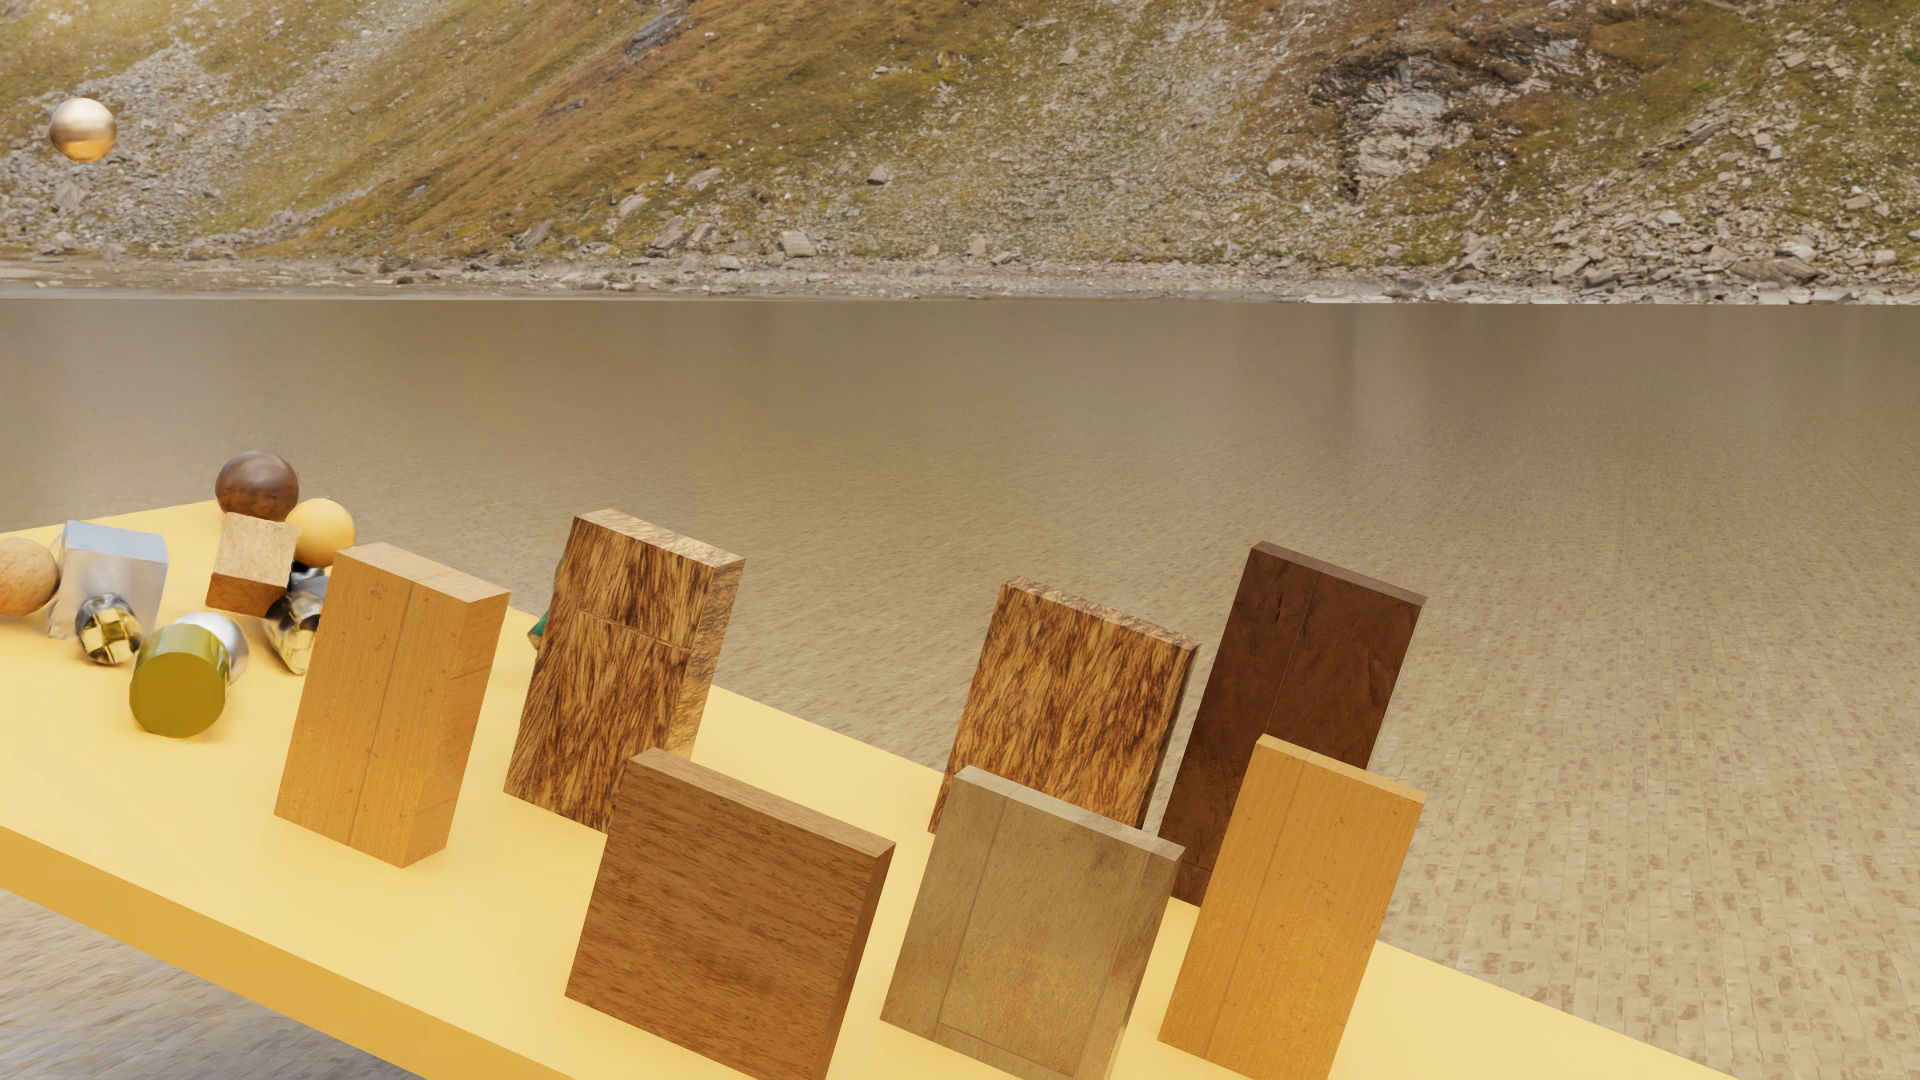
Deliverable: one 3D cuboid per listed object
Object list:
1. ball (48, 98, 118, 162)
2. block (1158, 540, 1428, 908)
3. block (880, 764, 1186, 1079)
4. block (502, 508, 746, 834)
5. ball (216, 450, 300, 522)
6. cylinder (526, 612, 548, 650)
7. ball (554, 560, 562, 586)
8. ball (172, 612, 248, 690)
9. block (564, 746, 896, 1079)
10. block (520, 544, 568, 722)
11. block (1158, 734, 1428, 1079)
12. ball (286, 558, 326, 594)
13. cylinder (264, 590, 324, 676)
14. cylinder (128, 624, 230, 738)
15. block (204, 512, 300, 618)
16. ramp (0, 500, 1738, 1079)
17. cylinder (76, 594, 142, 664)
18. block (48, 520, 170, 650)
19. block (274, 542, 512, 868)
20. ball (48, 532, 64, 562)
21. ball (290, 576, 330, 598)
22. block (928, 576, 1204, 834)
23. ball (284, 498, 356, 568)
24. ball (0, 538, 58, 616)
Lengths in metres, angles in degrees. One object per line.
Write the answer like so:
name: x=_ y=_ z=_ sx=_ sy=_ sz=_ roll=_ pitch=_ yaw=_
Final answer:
ball: x=-1.702 y=-0.795 z=4.269 sx=0.124 sy=0.124 sz=0.124 roll=0 pitch=7 yaw=0
block: x=0.698 y=0.438 z=4.754 sx=0.374 sy=0.786 sz=0.144 roll=20 pitch=12 yaw=14
block: x=0.119 y=0.665 z=3.704 sx=0.394 sy=0.453 sz=0.089 roll=20 pitch=12 yaw=14
block: x=-0.648 y=0.262 z=4.237 sx=0.300 sy=0.568 sz=0.147 roll=20 pitch=12 yaw=14
ball: x=-1.737 y=-0.122 z=5.439 sx=0.199 sy=0.199 sz=0.199 roll=0 pitch=7 yaw=0
cylinder: x=-0.855 y=0.203 z=4.918 sx=0.158 sy=0.158 sz=0.158 roll=9 pitch=53 yaw=52
ball: x=-0.853 y=0.097 z=5.103 sx=0.179 sy=0.179 sz=0.179 roll=0 pitch=7 yaw=0
ball: x=-1.470 y=0.222 z=4.272 sx=0.167 sy=0.167 sz=0.167 roll=0 pitch=7 yaw=0
block: x=-0.364 y=0.597 z=3.452 sx=0.426 sy=0.410 sz=0.094 roll=20 pitch=12 yaw=14
block: x=-0.711 y=0.246 z=4.637 sx=0.329 sy=0.401 sz=0.114 roll=20 pitch=12 yaw=14
block: x=0.594 y=0.681 z=3.955 sx=0.308 sy=0.590 sz=0.083 roll=20 pitch=12 yaw=14
ball: x=-1.492 y=0.091 z=4.918 sx=0.144 sy=0.144 sz=0.144 roll=0 pitch=7 yaw=0
cylinder: x=-1.365 y=0.196 z=4.603 sx=0.143 sy=0.143 sz=0.143 roll=-4 pitch=21 yaw=-32
cylinder: x=-1.456 y=0.261 z=4.107 sx=0.169 sy=0.169 sz=0.169 roll=-2 pitch=17 yaw=-15
block: x=-1.506 y=0.056 z=4.678 sx=0.151 sy=0.151 sz=0.151 roll=13 pitch=-34 yaw=-18
ramp: x=-0.366 y=0.703 z=4.232 sx=4.000 sy=0.100 sz=2.000 roll=20 pitch=12 yaw=14
cylinder: x=-1.674 y=0.175 z=4.321 sx=0.111 sy=0.111 sz=0.111 roll=-3 pitch=15 yaw=-26
block: x=-1.729 y=0.092 z=4.460 sx=0.191 sy=0.191 sz=0.191 roll=11 pitch=13 yaw=-26
block: x=-0.992 y=0.285 z=3.838 sx=0.264 sy=0.491 sz=0.146 roll=20 pitch=12 yaw=14
ball: x=-1.833 y=0.051 z=4.598 sx=0.154 sy=0.154 sz=0.154 roll=0 pitch=7 yaw=0
ball: x=-1.383 y=0.152 z=4.761 sx=0.152 sy=0.152 sz=0.152 roll=0 pitch=7 yaw=0
block: x=0.221 y=0.421 z=4.696 sx=0.423 sy=0.573 sz=0.129 roll=20 pitch=12 yaw=14
ball: x=-1.408 y=-0.015 z=4.831 sx=0.154 sy=0.154 sz=0.154 roll=0 pitch=7 yaw=0
ball: x=-1.867 y=0.072 z=4.349 sx=0.157 sy=0.157 sz=0.157 roll=0 pitch=7 yaw=0
